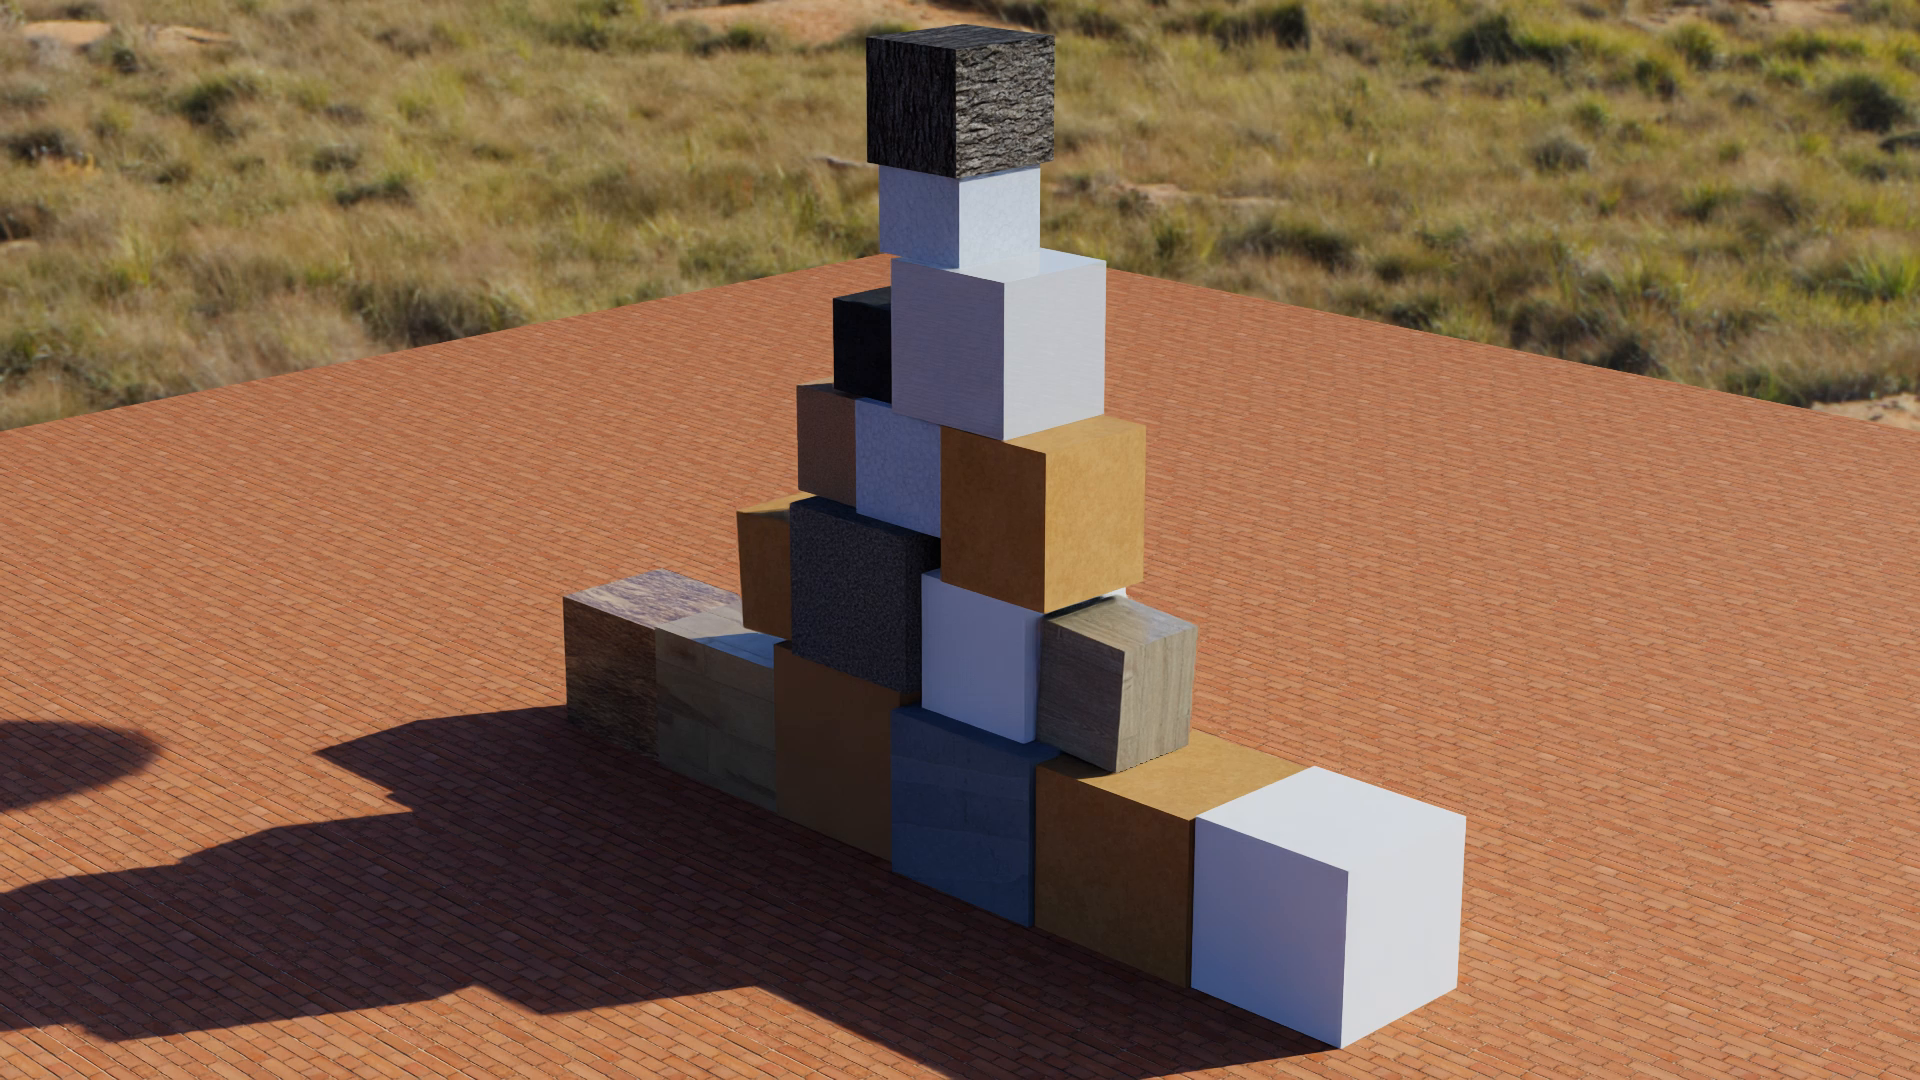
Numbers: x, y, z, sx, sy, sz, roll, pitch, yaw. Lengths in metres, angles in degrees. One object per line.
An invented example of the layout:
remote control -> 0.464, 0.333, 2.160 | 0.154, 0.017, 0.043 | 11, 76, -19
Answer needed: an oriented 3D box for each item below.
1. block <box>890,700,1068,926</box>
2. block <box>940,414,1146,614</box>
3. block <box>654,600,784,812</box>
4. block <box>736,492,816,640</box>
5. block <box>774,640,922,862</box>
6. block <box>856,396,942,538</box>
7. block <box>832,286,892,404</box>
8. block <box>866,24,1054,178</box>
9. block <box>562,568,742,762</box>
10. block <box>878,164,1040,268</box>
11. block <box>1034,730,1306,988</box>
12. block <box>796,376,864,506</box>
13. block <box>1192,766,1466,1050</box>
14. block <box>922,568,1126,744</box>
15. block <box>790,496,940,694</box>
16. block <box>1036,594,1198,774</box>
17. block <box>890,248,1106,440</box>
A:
block -> 0.309, 1.143, 13.392 | 0.896, 0.789, 0.868 | -17, 24, -42
block -> 0.364, -0.158, 12.893 | 0.636, 0.715, 0.632 | -17, 24, -42
block -> -0.934, 0.795, 14.590 | 0.747, 0.736, 0.891 | -17, 24, -42
block -> -0.700, 0.123, 14.091 | 0.536, 0.584, 0.473 | -17, 21, -42
block -> -0.313, 0.920, 13.966 | 0.748, 0.871, 0.861 | -17, 24, -42
block -> -0.076, -0.375, 13.275 | 0.543, 0.535, 0.578 | -17, 24, -42
block -> -0.250, -0.891, 13.319 | 0.452, 0.423, 0.471 | -17, 24, -42
block -> 0.003, -1.915, 12.743 | 0.605, 0.545, 0.549 | -17, 24, -42
block -> -1.543, 0.637, 15.140 | 0.656, 0.707, 0.760 | -17, 24, -42
block -> -0.002, -1.463, 12.880 | 0.501, 0.400, 0.498 | -17, 24, -42
block -> 0.921, 1.346, 12.791 | 0.801, 0.763, 0.874 | -17, 24, -42
block -> -0.422, -0.481, 13.660 | 0.494, 0.507, 0.455 | -17, 24, -42
block -> 1.533, 1.513, 12.233 | 0.787, 0.778, 0.794 | -17, 24, -42
block -> 0.285, 0.453, 13.206 | 0.652, 0.639, 0.641 | -17, 24, -42
block -> -0.241, 0.181, 13.630 | 0.775, 0.740, 0.769 | -17, 24, -42
block -> 0.684, 0.623, 12.806 | 0.476, 0.569, 0.475 | -17, 28, -42
block -> 0.167, -0.892, 12.880 | 0.636, 0.689, 0.691 | -17, 24, -42
